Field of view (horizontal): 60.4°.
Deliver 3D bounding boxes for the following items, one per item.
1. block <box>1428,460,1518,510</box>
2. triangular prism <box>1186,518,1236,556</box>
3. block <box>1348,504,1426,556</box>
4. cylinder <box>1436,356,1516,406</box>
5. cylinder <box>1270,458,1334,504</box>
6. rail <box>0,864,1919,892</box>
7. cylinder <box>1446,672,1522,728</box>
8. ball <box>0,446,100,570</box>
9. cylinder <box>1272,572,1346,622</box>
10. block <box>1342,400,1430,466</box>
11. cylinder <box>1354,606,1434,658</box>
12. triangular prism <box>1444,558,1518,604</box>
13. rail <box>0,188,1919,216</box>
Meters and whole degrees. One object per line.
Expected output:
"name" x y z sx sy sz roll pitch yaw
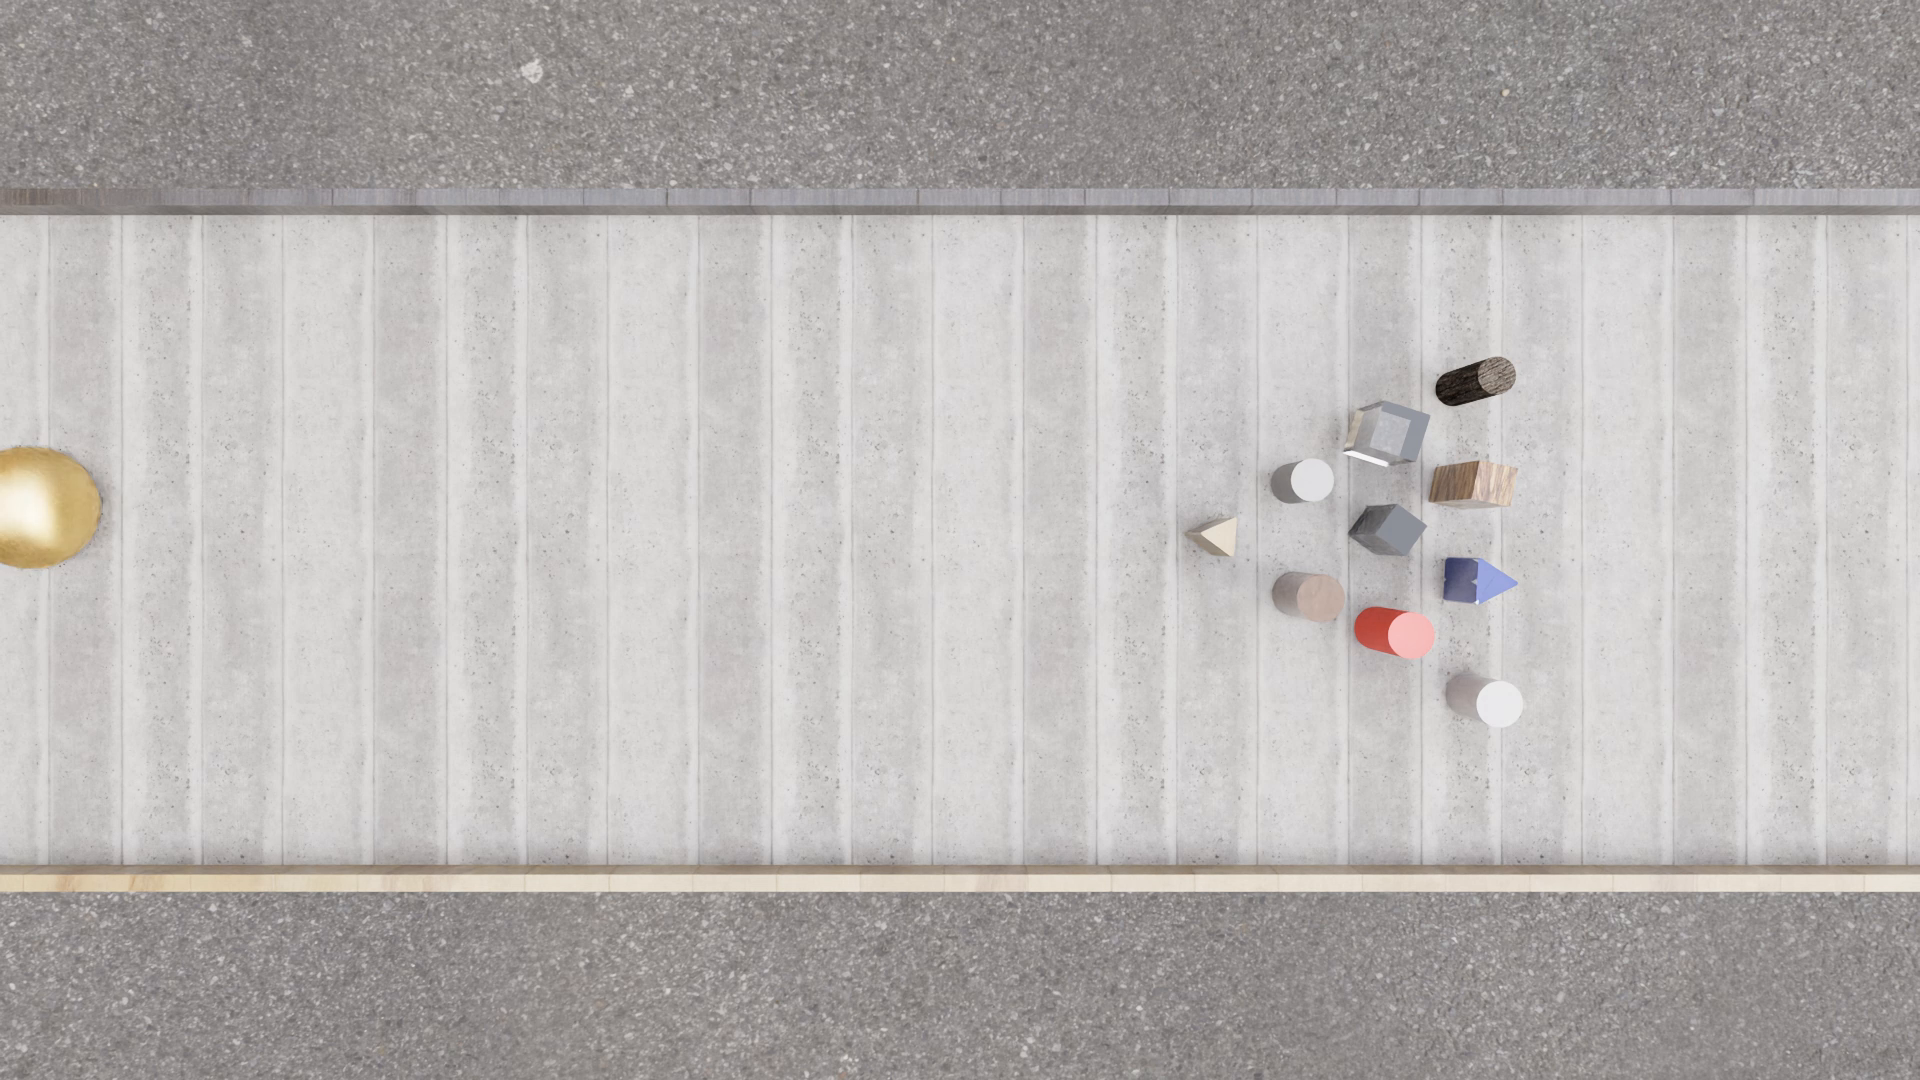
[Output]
"block" 1.507 -0.159 4.860 0.111 0.433 0.111 12 90 0
"triangular prism" 0.764 -0.025 4.901 0.112 0.351 0.097 36 90 0
"block" 1.266 -0.029 4.902 0.108 0.348 0.108 36 90 0
"cylinder" 1.518 -0.465 4.869 0.108 0.416 0.108 0 90 0
"cylinder" 1.018 -0.173 4.920 0.124 0.313 0.124 0 90 0
"rail" -2.247 1.025 5.001 12.000 0.150 0.050 0 90 0
"cylinder" 1.561 0.475 4.923 0.135 0.306 0.135 0 90 0
"ball" -2.755 -0.097 4.894 0.366 0.366 0.366 0 90 0
"cylinder" 1.028 0.166 4.887 0.138 0.378 0.138 0 90 0
"block" 1.266 -0.314 4.910 0.141 0.332 0.141 18 90 0
"cylinder" 1.280 0.271 4.876 0.133 0.401 0.133 0 90 0
"triangular prism" 1.524 0.104 4.916 0.133 0.322 0.115 -27 90 0
"rail" -2.247 -1.025 5.002 12.000 0.150 0.050 0 90 0
